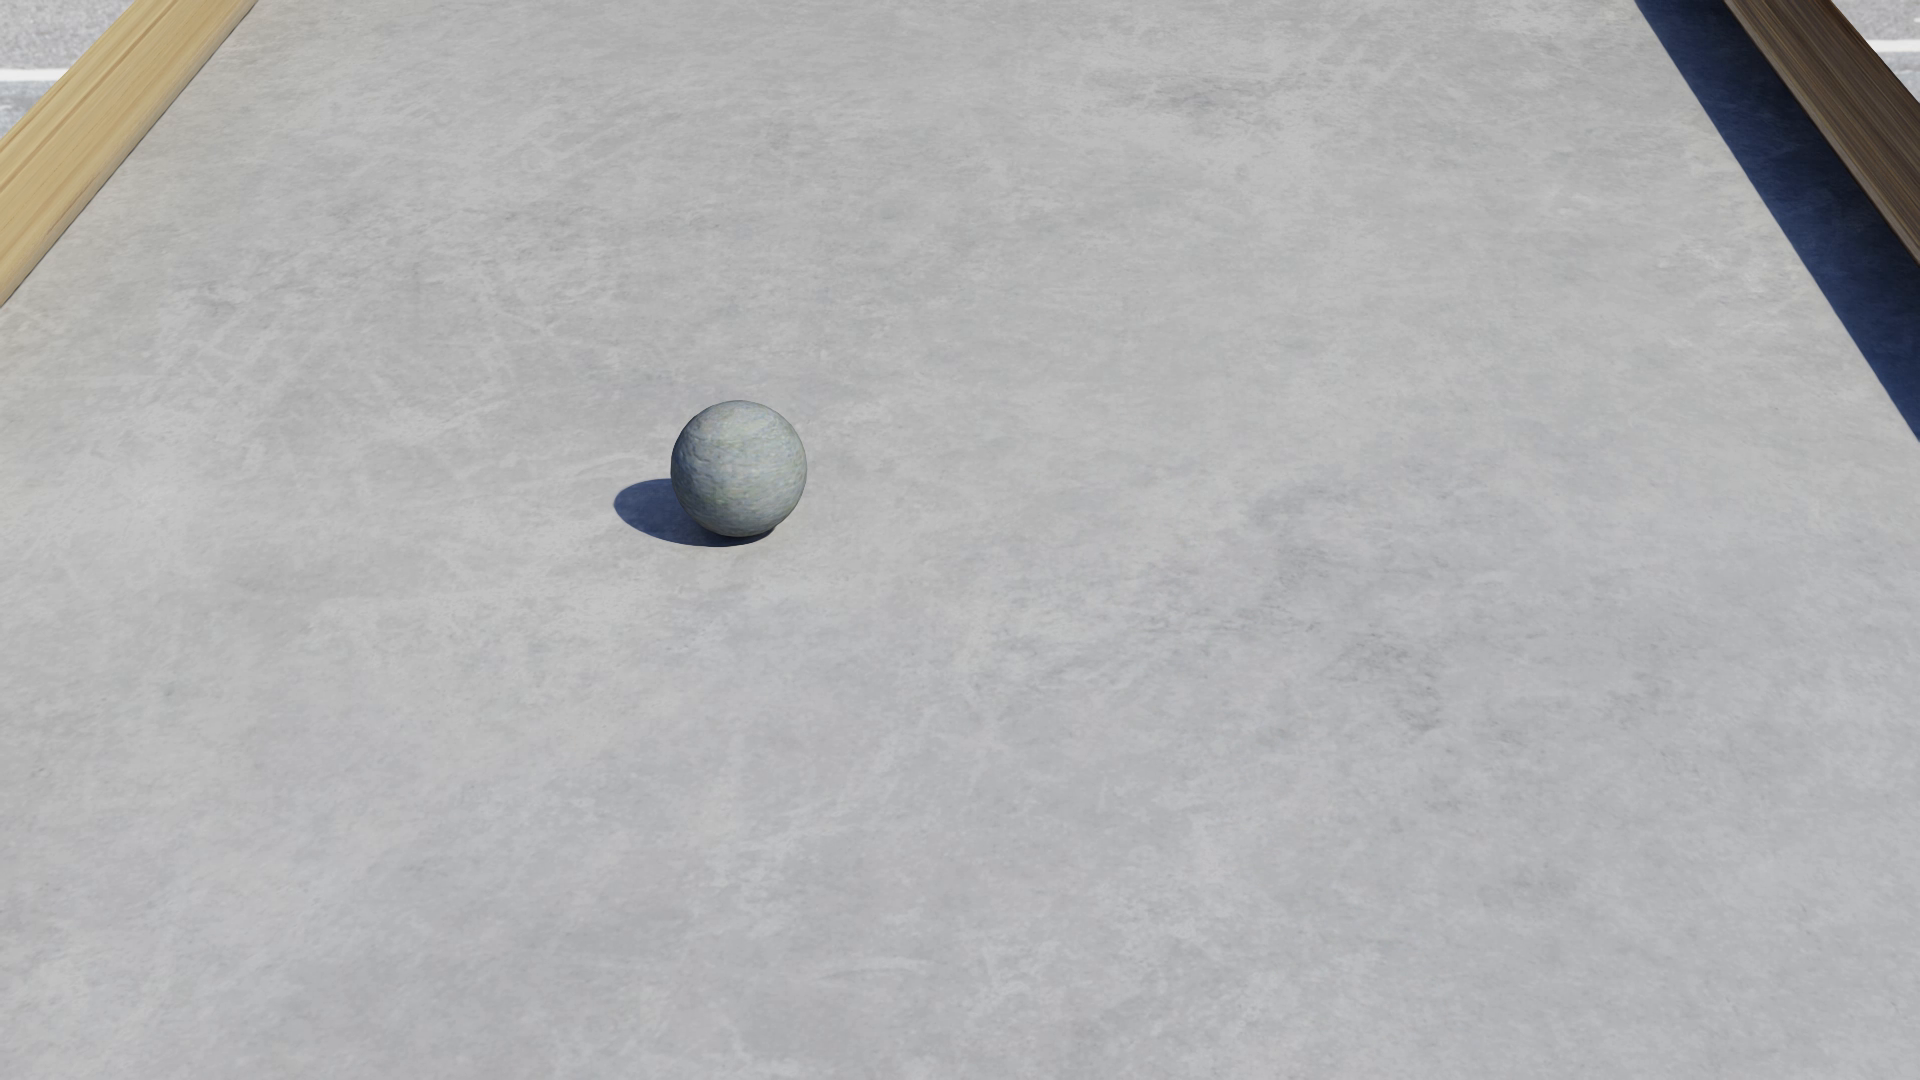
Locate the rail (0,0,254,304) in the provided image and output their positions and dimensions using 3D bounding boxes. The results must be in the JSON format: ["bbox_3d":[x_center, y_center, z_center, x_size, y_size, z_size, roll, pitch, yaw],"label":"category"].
[{"bbox_3d":[-0.726,-0.352,2.513,0.045,0.117,2.920,1,27,1],"label":"rail"}]

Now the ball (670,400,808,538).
[{"bbox_3d":[-0.145,-0.047,1.934,0.090,0.090,0.090,0,27,0],"label":"ball"}]

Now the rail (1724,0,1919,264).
[{"bbox_3d":[0.759,-0.337,2.483,0.045,0.117,2.920,1,27,1],"label":"rail"}]
